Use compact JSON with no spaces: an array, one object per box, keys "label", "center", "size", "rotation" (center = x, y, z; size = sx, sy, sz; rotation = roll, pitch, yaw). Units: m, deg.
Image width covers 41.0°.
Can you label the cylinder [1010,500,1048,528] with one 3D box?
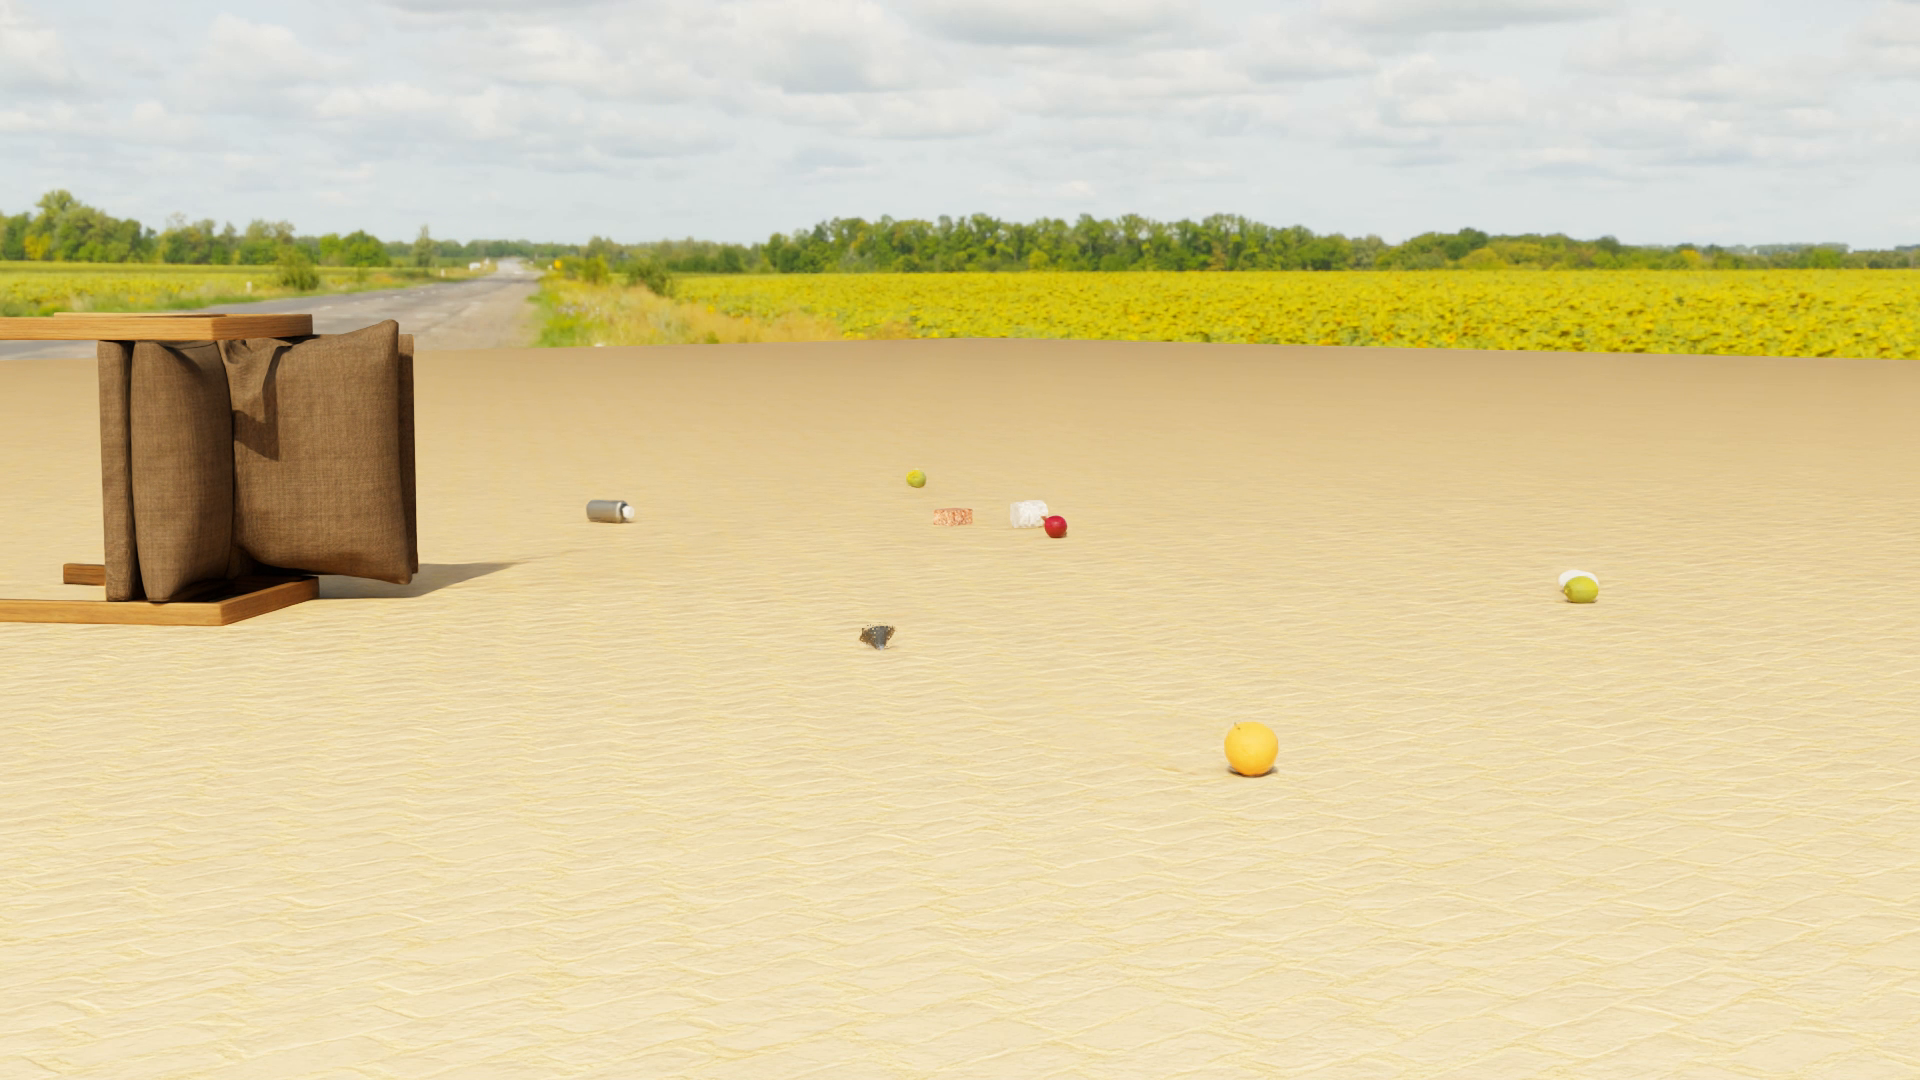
[{"label":"cylinder","center":[0.181,-0.067,6.715],"size":[0.078,0.068,0.082],"rotation":[-2,29,-18]}]

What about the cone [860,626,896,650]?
[{"label":"cone","center":[-0.141,0.183,4.532],"size":[0.068,0.057,0.035],"rotation":[-11,48,-7]}]

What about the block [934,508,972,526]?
[{"label":"block","center":[-0.019,-0.061,6.811],"size":[0.064,0.040,0.085],"rotation":[5,8,42]}]
